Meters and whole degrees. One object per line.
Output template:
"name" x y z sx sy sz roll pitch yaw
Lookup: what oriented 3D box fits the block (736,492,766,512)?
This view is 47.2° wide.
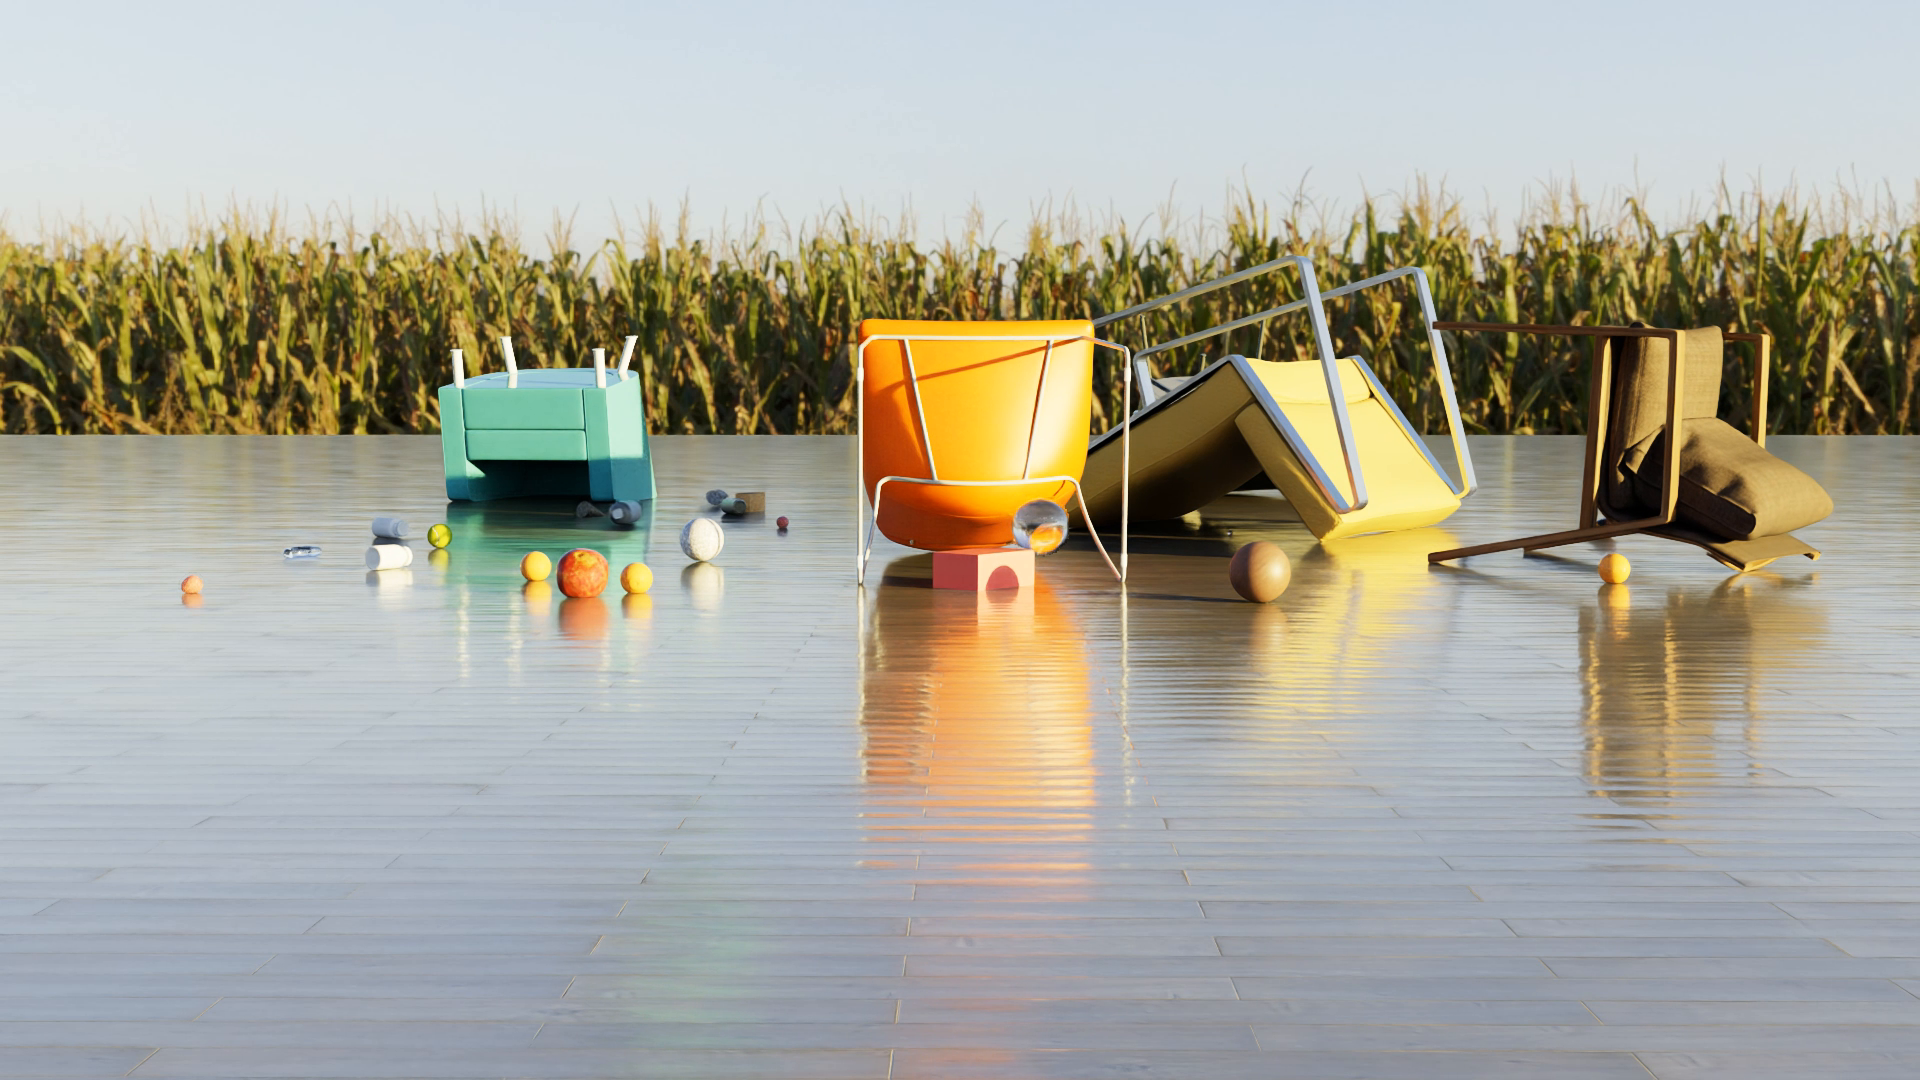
"block" -0.771 -0.139 8.083 0.058 0.068 0.135 1 4 19

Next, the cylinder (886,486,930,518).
"cylinder" -0.185 -0.136 7.788 0.158 0.101 0.216 0 4 4

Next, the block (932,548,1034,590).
"block" 0.055 0.065 5.009 0.130 0.081 0.207 3 5 39

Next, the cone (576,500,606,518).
"cone" -1.280 -0.095 7.718 0.103 0.061 0.085 18 -11 -39

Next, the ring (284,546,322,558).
"ring" -1.759 0.032 5.883 0.049 0.027 0.111 6 8 42

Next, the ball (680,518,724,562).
"ball" -0.673 -0.002 5.731 0.115 0.115 0.115 0 4 0

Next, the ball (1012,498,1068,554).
"ball" 0.185 -0.031 5.083 0.131 0.131 0.131 0 4 0

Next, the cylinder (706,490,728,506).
"cylinder" -0.940 -0.165 8.521 0.071 0.053 0.103 33 4 6
